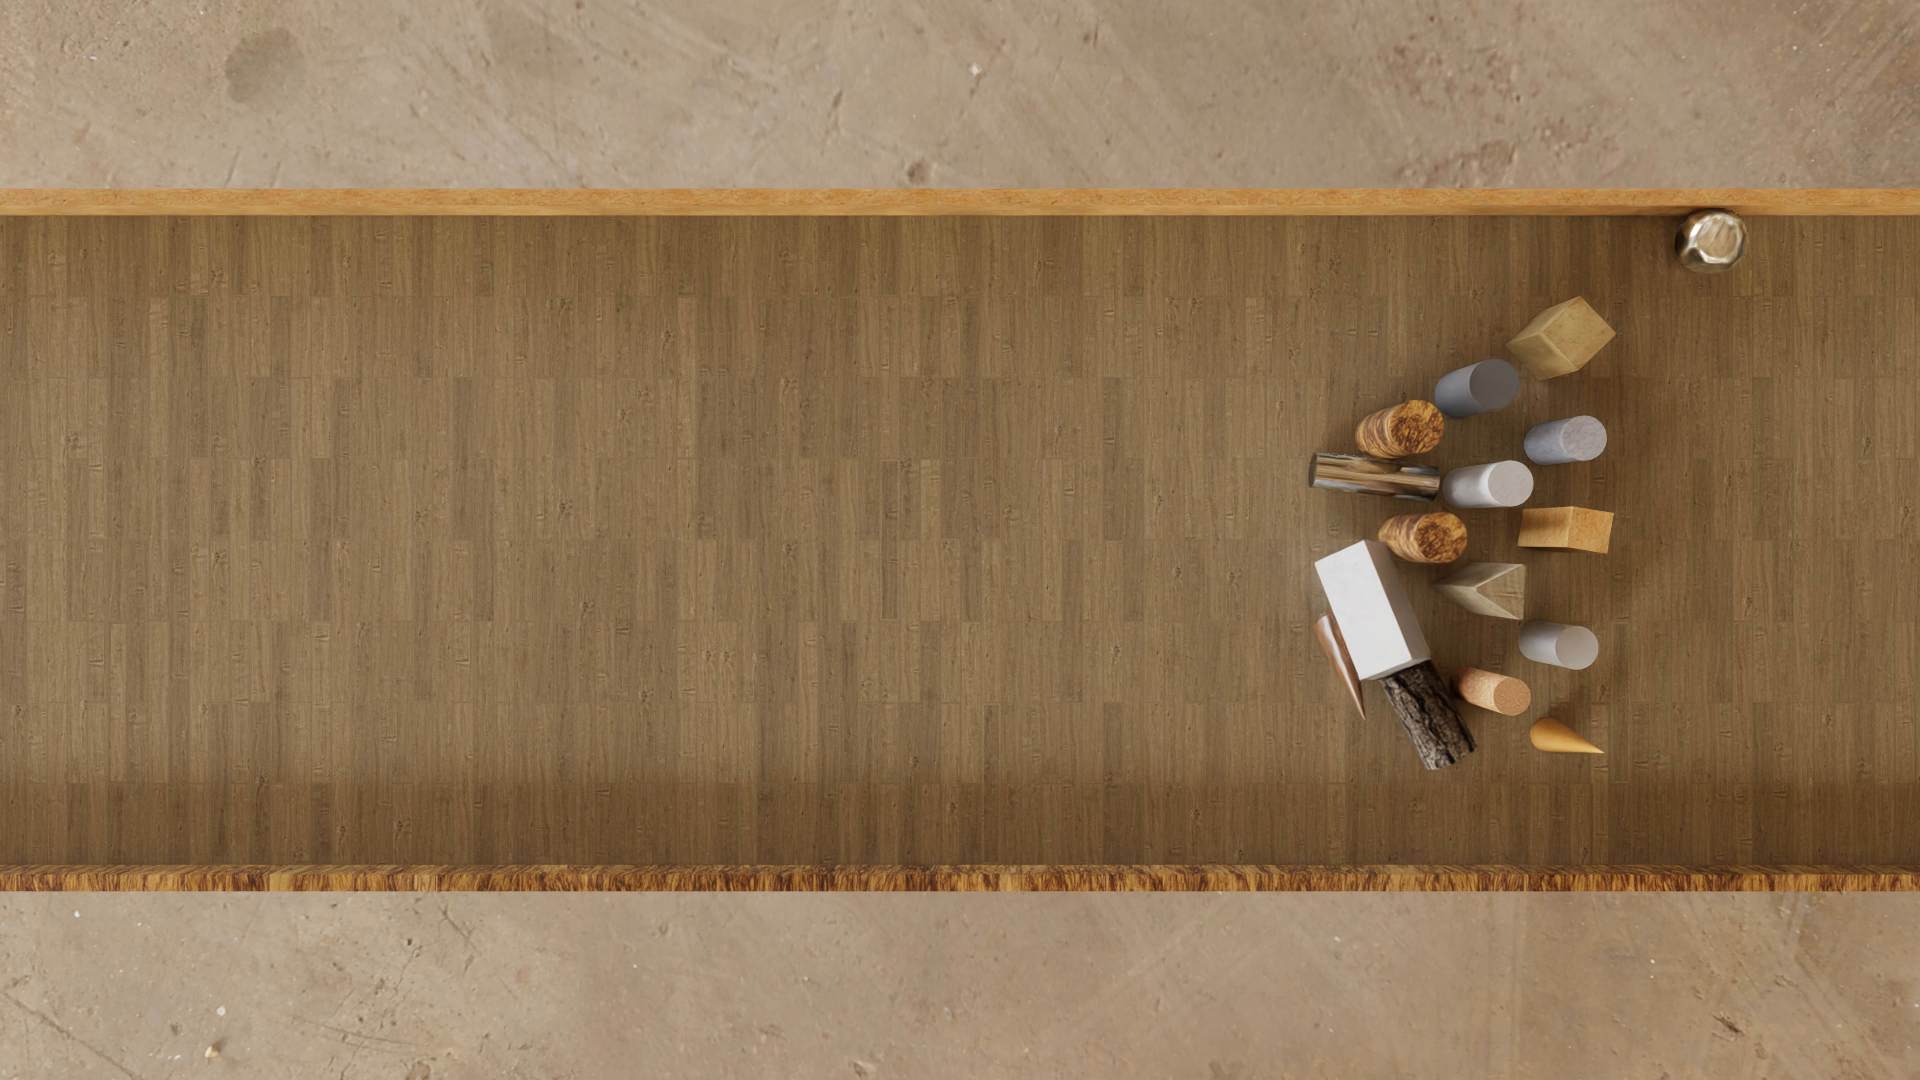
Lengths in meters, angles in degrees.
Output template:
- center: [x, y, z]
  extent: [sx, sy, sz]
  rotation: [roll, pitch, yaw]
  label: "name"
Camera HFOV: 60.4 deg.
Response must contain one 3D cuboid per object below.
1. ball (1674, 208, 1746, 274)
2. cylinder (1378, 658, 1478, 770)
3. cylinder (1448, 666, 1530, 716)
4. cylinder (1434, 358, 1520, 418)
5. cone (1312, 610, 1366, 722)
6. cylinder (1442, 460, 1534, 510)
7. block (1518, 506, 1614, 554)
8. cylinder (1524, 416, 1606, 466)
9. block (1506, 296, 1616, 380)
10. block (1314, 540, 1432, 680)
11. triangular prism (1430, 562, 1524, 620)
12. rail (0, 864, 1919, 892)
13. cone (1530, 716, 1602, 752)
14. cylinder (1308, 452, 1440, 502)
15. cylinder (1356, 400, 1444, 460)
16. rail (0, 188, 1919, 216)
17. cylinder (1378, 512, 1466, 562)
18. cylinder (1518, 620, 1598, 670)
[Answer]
- center: [2.264, -0.901, 4.978]
  extent: [0.197, 0.197, 0.197]
  rotation: [0, 90, 0]
  label: "ball"
- center: [1.416, 0.520, 4.994]
  extent: [0.165, 0.165, 0.309]
  rotation: [-28, 90, 0]
  label: "cylinder"
- center: [1.558, 0.442, 4.866]
  extent: [0.106, 0.422, 0.106]
  rotation: [0, 90, 0]
  label: "cylinder"
- center: [1.534, -0.448, 4.904]
  extent: [0.145, 0.345, 0.145]
  rotation: [0, 90, 0]
  label: "cylinder"
- center: [1.153, 0.392, 4.888]
  extent: [0.130, 0.395, 0.130]
  rotation: [-3, 133, -3]
  label: "cone"
- center: [1.547, -0.159, 4.856]
  extent: [0.129, 0.441, 0.129]
  rotation: [0, 90, 0]
  label: "cylinder"
- center: [1.782, -0.028, 4.870]
  extent: [0.116, 0.412, 0.116]
  rotation: [9, 90, 0]
  label: "block"
- center: [1.801, -0.294, 4.917]
  extent: [0.130, 0.318, 0.130]
  rotation: [0, 90, 0]
  label: "cylinder"
- center: [1.786, -0.597, 4.916]
  extent: [0.152, 0.322, 0.152]
  rotation: [-44, 90, 0]
  label: "block"
- center: [1.230, 0.209, 4.917]
  extent: [0.169, 0.169, 0.376]
  rotation: [-28, 73, 31]
  label: "block"
- center: [1.546, 0.125, 4.849]
  extent: [0.153, 0.455, 0.133]
  rotation: [33, 90, 0]
  label: "triangular prism"
- center: [-2.247, 1.025, 5.001]
  extent: [12.000, 0.150, 0.050]
  rotation: [0, 90, 0]
  label: "rail"
- center: [1.810, 0.598, 4.852]
  extent: [0.109, 0.448, 0.109]
  rotation: [0, 90, 0]
  label: "cone"
- center: [1.259, -0.192, 5.021]
  extent: [0.372, 0.110, 0.110]
  rotation: [7, 90, 0]
  label: "cylinder"
- center: [1.293, -0.320, 4.871]
  extent: [0.152, 0.410, 0.152]
  rotation: [0, 90, 0]
  label: "cylinder"
- center: [-2.247, -1.025, 5.002]
  extent: [12.000, 0.150, 0.050]
  rotation: [0, 90, 0]
  label: "rail"
- center: [1.356, -0.007, 4.862]
  extent: [0.144, 0.429, 0.144]
  rotation: [0, 90, 0]
  label: "cylinder"
- center: [1.781, 0.311, 4.919]
  extent: [0.126, 0.315, 0.126]
  rotation: [0, 90, 0]
  label: "cylinder"
